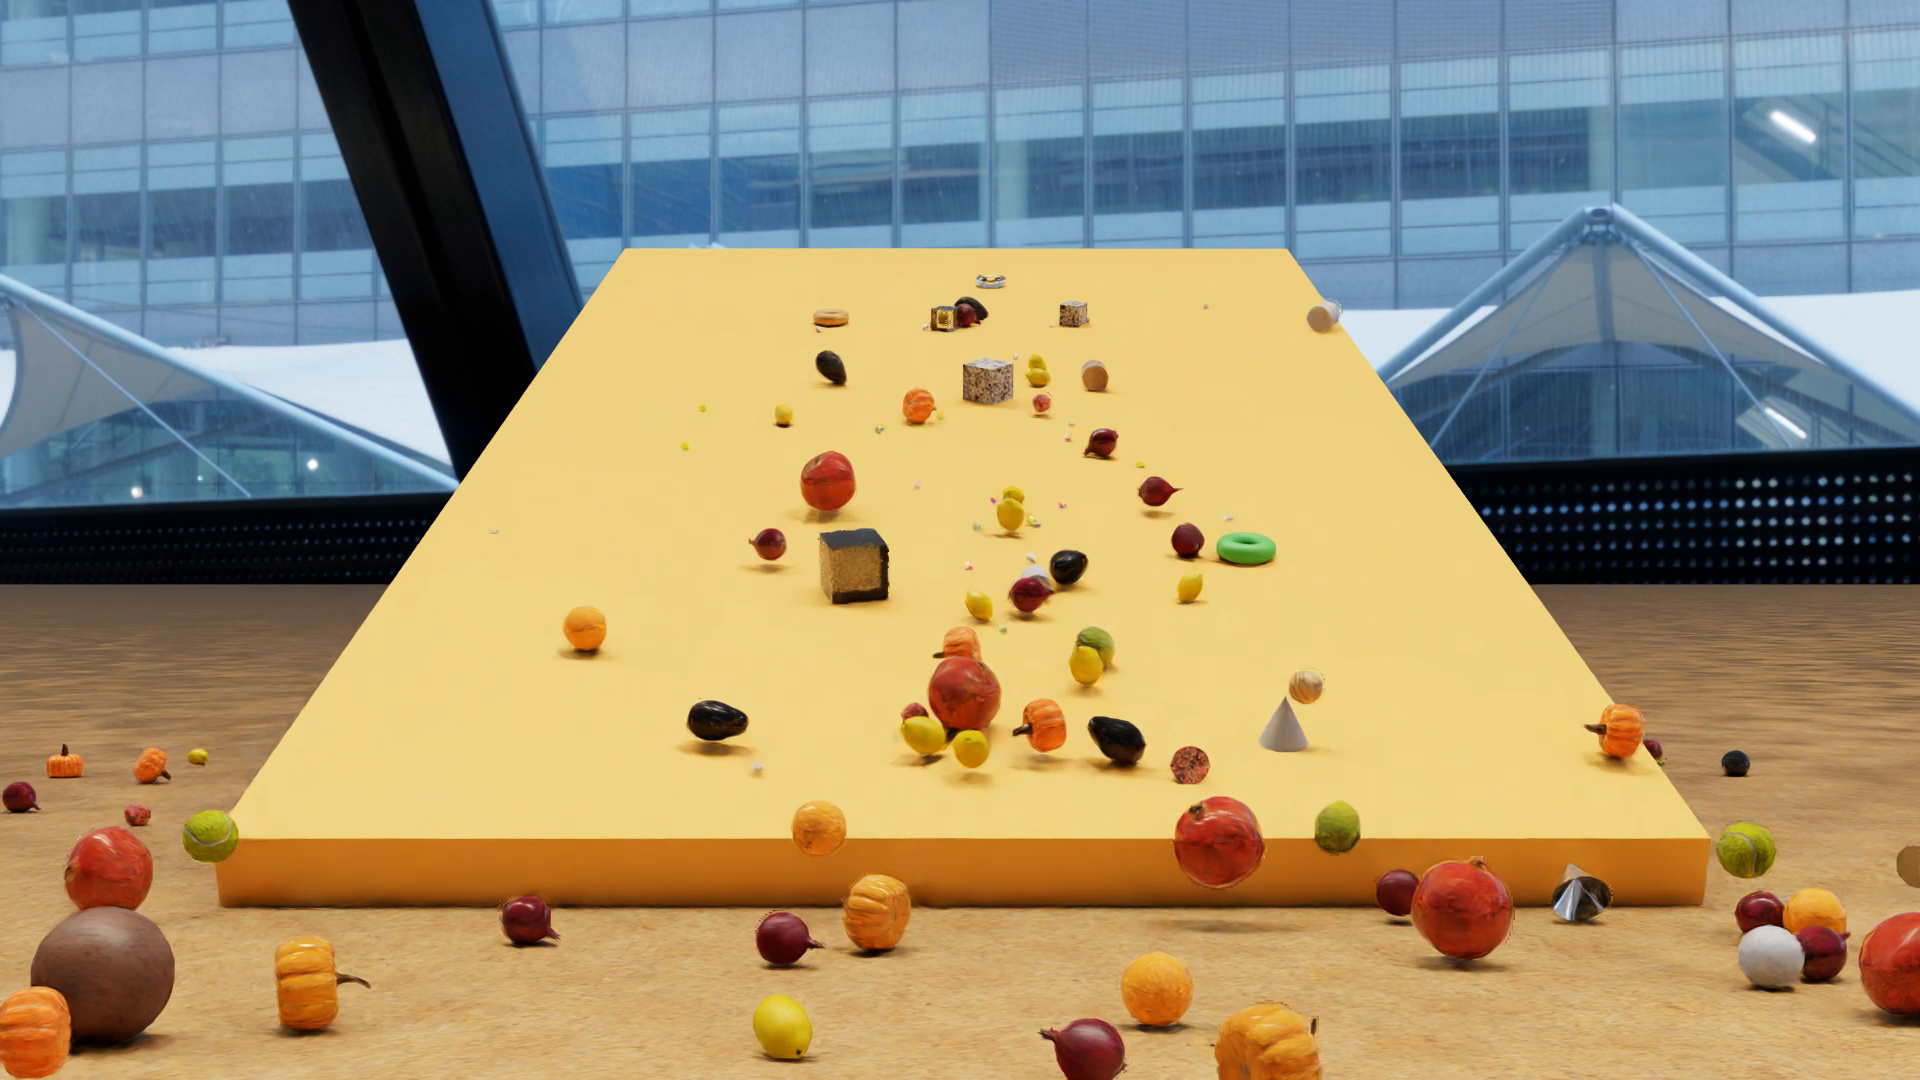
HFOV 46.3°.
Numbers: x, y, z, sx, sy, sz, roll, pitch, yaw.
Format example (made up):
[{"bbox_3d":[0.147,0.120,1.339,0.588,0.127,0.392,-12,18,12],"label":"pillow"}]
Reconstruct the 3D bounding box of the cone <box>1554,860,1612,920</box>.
[{"bbox_3d":[0.795,0.439,2.904,0.074,0.074,0.074,0,36,-2],"label":"cone"}]

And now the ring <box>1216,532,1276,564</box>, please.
[{"bbox_3d":[0.520,0.015,4.083,0.109,0.036,0.109,1,18,0],"label":"ring"}]

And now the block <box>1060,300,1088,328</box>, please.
[{"bbox_3d":[0.295,-0.588,5.836,0.055,0.055,0.055,9,21,25],"label":"block"}]

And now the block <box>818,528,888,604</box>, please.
[{"bbox_3d":[-0.185,0.045,3.890,0.099,0.099,0.099,-5,19,-15],"label":"block"}]

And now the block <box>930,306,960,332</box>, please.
[{"bbox_3d":[-0.038,-0.570,5.784,0.053,0.053,0.053,12,22,32],"label":"block"}]

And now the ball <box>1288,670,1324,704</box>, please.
[{"bbox_3d":[0.504,0.215,3.277,0.051,0.051,0.051,0,-1,0],"label":"ball"}]

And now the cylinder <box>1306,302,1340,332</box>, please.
[{"bbox_3d":[0.936,-0.576,5.786,0.066,0.066,0.066,-1,16,29],"label":"cylinder"}]

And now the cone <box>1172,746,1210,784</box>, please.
[{"bbox_3d":[0.328,0.321,3.191,0.054,0.054,0.054,0,-8,7],"label":"cone"}]

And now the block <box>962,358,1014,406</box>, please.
[{"bbox_3d":[0.064,-0.362,5.124,0.083,0.083,0.083,14,23,36],"label":"block"}]

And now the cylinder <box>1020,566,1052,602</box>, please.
[{"bbox_3d":[0.130,0.076,3.877,0.050,0.050,0.050,0,19,-4],"label":"cylinder"}]

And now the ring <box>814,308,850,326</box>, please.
[{"bbox_3d":[-0.335,-0.580,5.847,0.095,0.032,0.095,1,18,0],"label":"ring"}]

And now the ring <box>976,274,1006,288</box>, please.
[{"bbox_3d":[0.087,-0.725,6.285,0.088,0.029,0.088,1,18,0],"label":"ring"}]

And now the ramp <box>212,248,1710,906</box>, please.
[{"bbox_3d":[-0.004,-0.194,4.909,2.000,0.100,4.000,0,19,0],"label":"ramp"}]

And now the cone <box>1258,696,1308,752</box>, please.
[{"bbox_3d":[0.475,0.262,3.288,0.074,0.074,0.074,0,19,0],"label":"cone"}]

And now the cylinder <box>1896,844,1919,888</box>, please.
[{"bbox_3d":[1.387,0.465,3.221,0.060,0.060,0.060,0,-1,-36],"label":"cylinder"}]

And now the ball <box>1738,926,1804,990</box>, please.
[{"bbox_3d":[0.873,0.449,2.418,0.068,0.068,0.068,0,-1,0],"label":"ball"}]
